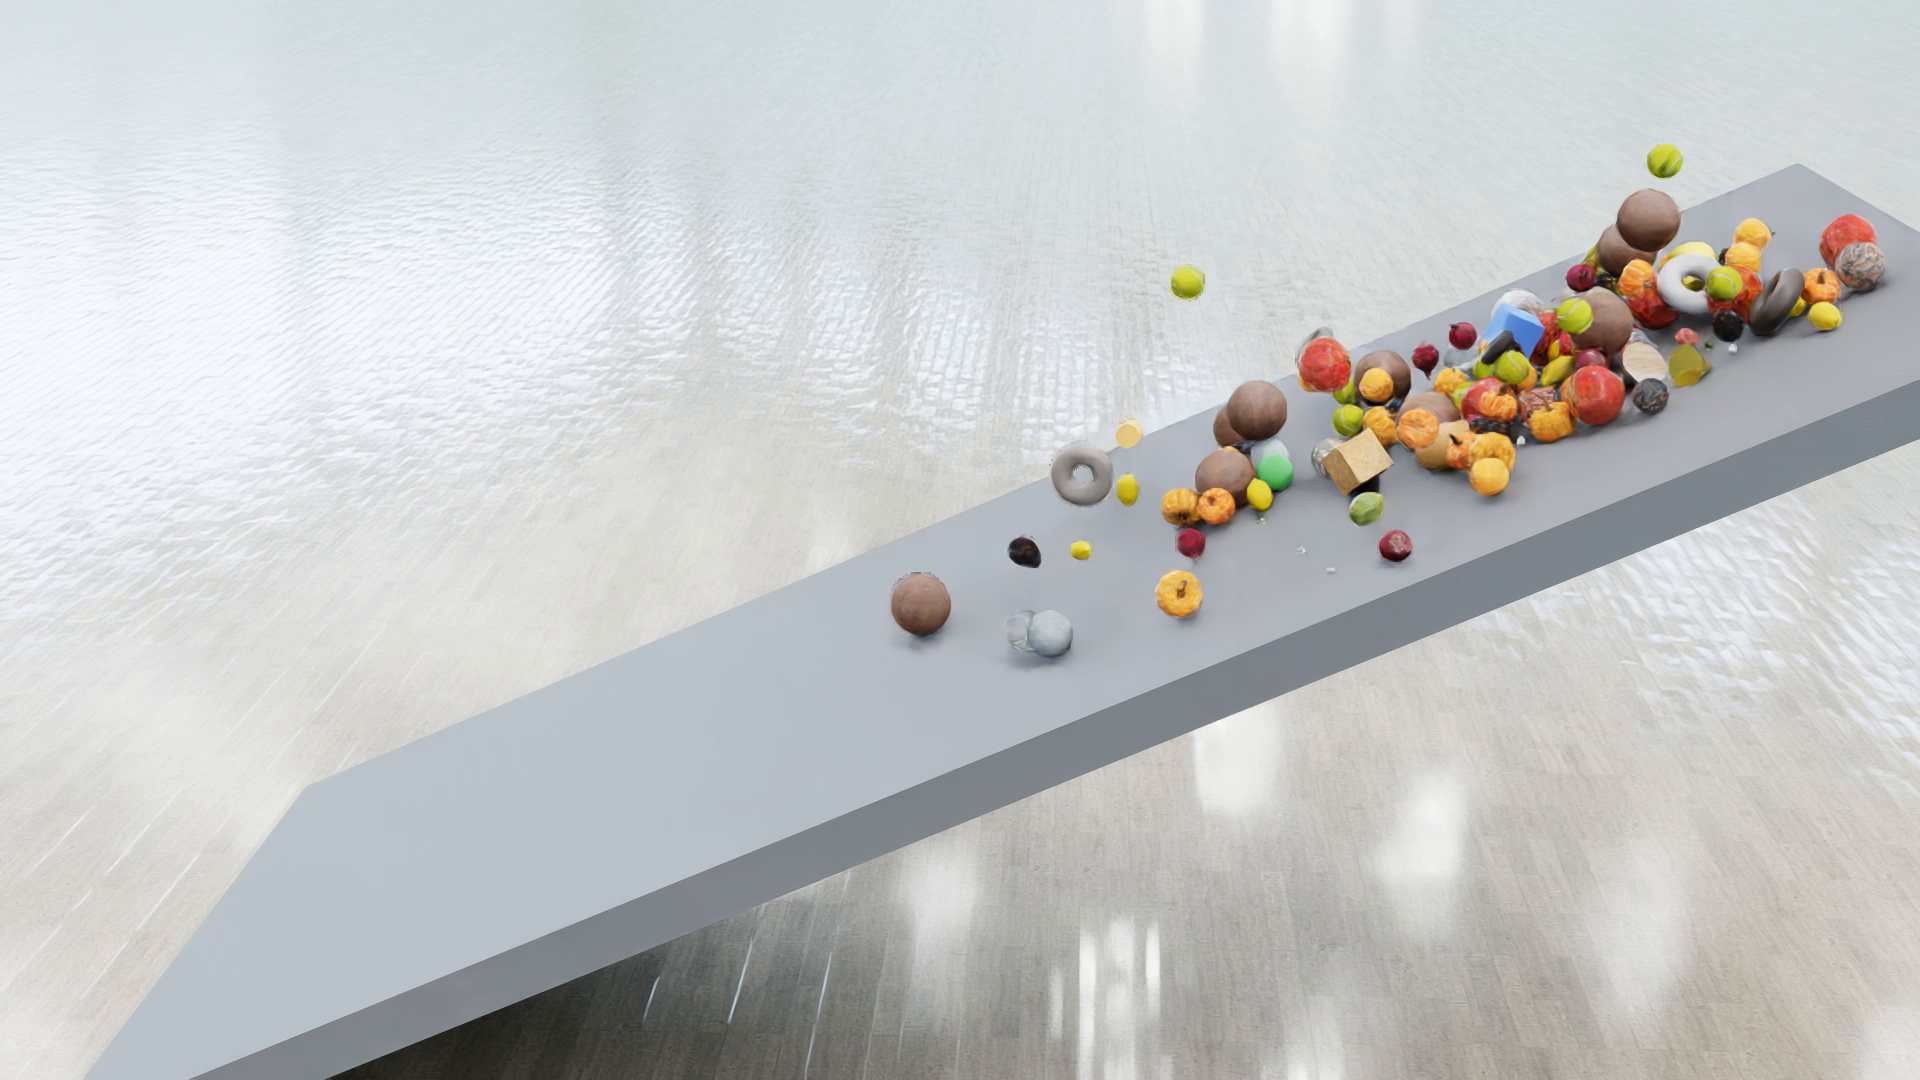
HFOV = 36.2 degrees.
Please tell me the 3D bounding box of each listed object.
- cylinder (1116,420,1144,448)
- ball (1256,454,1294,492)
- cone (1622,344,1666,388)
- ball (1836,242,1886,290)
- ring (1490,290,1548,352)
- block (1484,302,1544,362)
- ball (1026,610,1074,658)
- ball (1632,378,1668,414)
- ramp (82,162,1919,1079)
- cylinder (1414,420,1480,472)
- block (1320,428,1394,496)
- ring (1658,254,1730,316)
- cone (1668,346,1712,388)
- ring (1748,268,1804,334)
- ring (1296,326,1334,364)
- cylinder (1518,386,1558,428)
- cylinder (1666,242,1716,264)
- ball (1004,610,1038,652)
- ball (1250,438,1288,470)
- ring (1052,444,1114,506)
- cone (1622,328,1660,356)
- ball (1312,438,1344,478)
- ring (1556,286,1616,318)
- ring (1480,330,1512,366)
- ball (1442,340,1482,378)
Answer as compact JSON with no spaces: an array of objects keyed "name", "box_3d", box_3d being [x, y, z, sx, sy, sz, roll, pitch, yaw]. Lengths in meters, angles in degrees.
[{"name":"cylinder","box_3d":[0.370,-0.231,6.422,0.052,0.052,0.052,4,15,14]},{"name":"ball","box_3d":[0.660,-0.141,6.166,0.077,0.077,0.077,0,15,0]},{"name":"cone","box_3d":[1.319,-0.322,5.759,0.094,0.094,0.094,-6,-24,-20]},{"name":"ball","box_3d":[1.747,-0.531,5.704,0.094,0.094,0.094,0,15,0]},{"name":"ring","box_3d":[1.200,-0.465,6.312,0.145,0.145,0.048,-8,5,-28]},{"name":"block","box_3d":[1.142,-0.428,6.062,0.082,0.082,0.082,22,19,-11]},{"name":"ball","box_3d":[0.175,0.183,5.718,0.091,0.091,0.091,0,15,0]},{"name":"ball","box_3d":[1.300,-0.272,5.539,0.066,0.066,0.066,0,15,0]},{"name":"ramp","box_3d":[0.131,0.170,6.285,4.000,0.100,2.000,-23,13,8]},{"name":"cylinder","box_3d":[0.955,-0.184,5.763,0.091,0.091,0.091,-12,3,-37]},{"name":"block","box_3d":[0.796,-0.156,5.895,0.087,0.087,0.087,-30,-7,-22]},{"name":"ring","box_3d":[1.486,-0.518,5.960,0.144,0.048,0.144,-1,59,1]},{"name":"cone","box_3d":[1.417,-0.333,5.639,0.080,0.080,0.080,-4,14,-35]},{"name":"ring","box_3d":[1.584,-0.464,5.708,0.049,0.148,0.148,32,17,-1]},{"name":"ring","box_3d":[0.773,-0.423,6.403,0.034,0.101,0.101,41,11,-10]},{"name":"cylinder","box_3d":[1.131,-0.260,5.753,0.070,0.070,0.070,-9,2,0]},{"name":"cylinder","box_3d":[1.521,-0.548,6.084,0.098,0.098,0.098,-1,55,-5]},{"name":"ball","box_3d":[0.130,0.180,5.825,0.085,0.085,0.085,0,15,0]},{"name":"ball","box_3d":[0.662,-0.178,6.300,0.082,0.082,0.082,0,15,0]},{"name":"ring","box_3d":[0.272,-0.145,6.518,0.142,0.142,0.047,4,14,14]},{"name":"cone","box_3d":[1.375,-0.385,5.888,0.071,0.071,0.071,-10,16,-33]},{"name":"ball","box_3d":[0.767,-0.169,6.070,0.083,0.083,0.083,0,15,0]},{"name":"ring","box_3d":[1.289,-0.491,6.050,0.123,0.041,0.123,0,23,0]},{"name":"ring","box_3d":[1.073,-0.385,5.875,0.028,0.084,0.084,39,19,0]},{"name":"ball","box_3d":[1.090,-0.393,6.382,0.083,0.083,0.083,0,15,0]}]
